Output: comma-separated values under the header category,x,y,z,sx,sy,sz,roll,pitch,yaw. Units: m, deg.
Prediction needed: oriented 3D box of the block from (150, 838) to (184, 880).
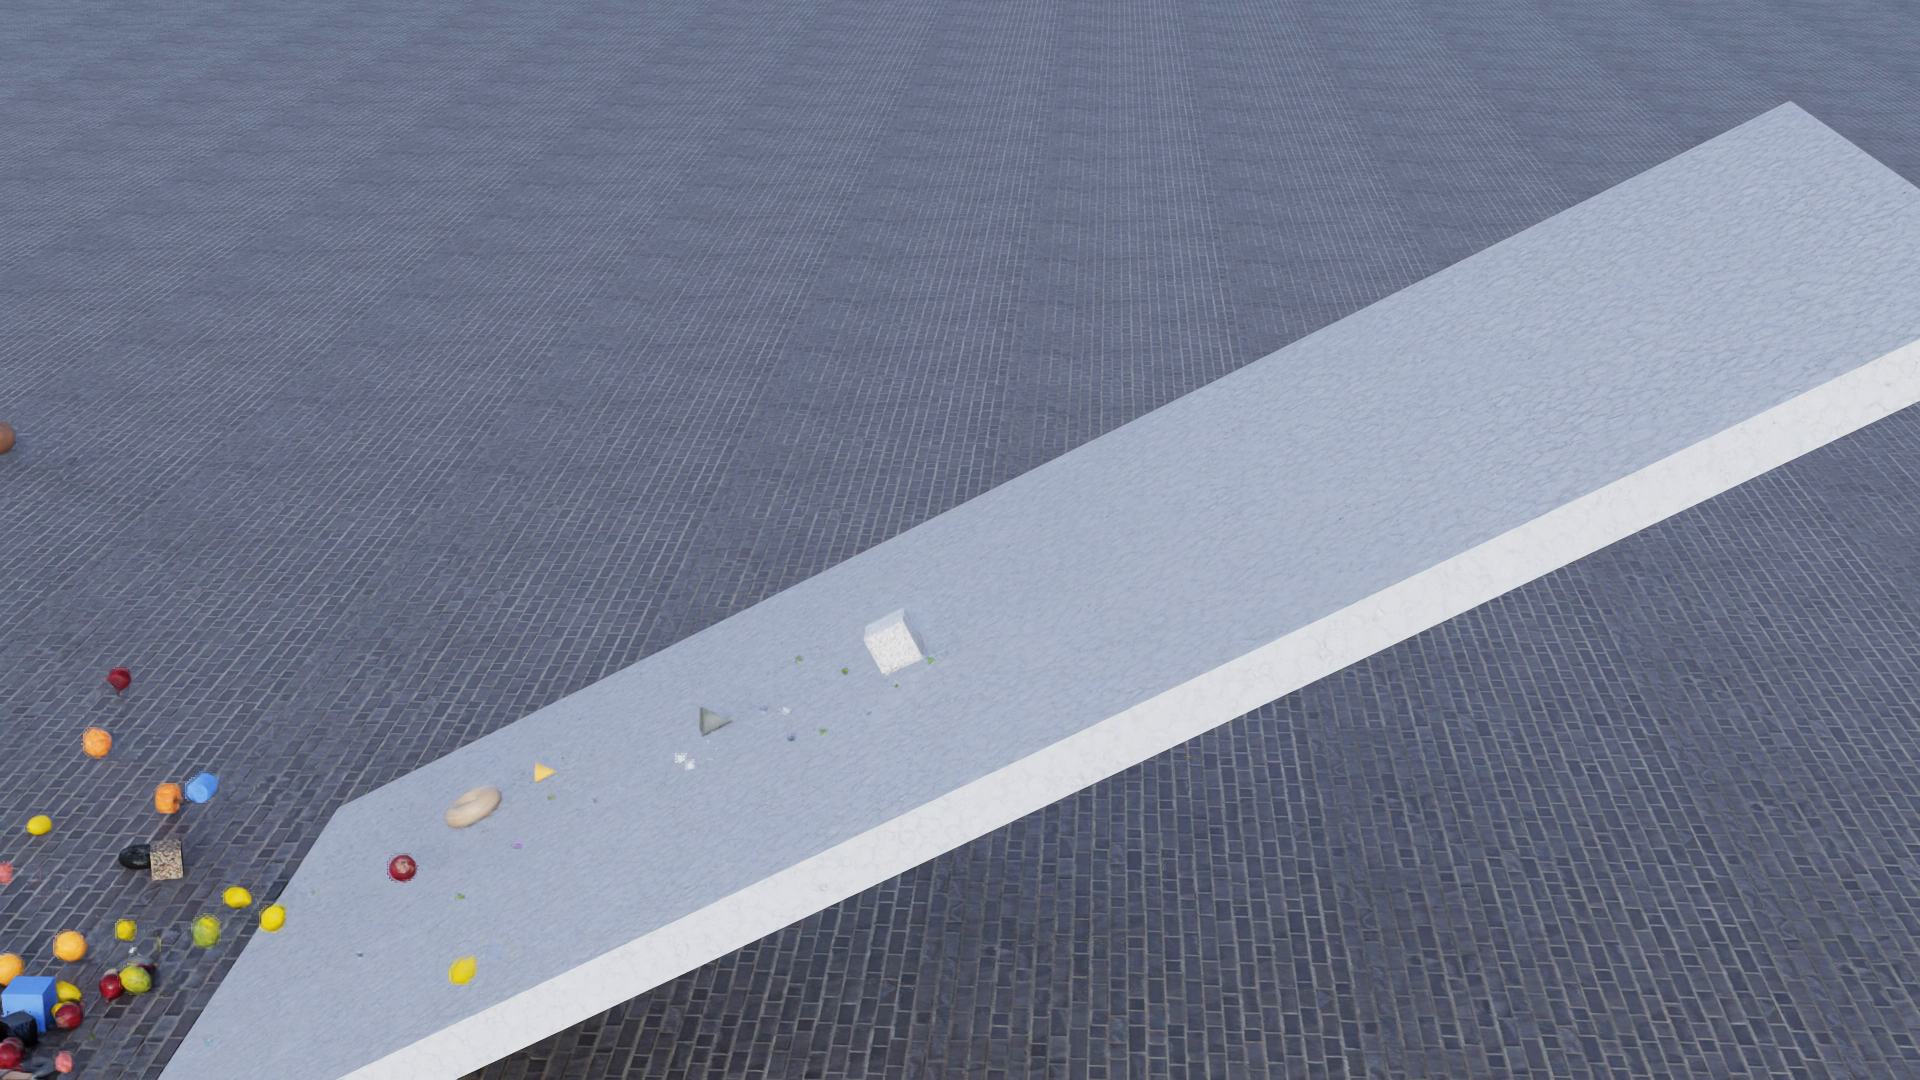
category,x,y,z,sx,sy,sz,roll,pitch,yaw
block,-1.993,0.803,7.389,0.075,0.075,0.075,-4,17,-13

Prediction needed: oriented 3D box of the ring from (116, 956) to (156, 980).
category,x,y,z,sx,sy,sz,roll,pitch,yaw
ring,-1.914,0.996,6.835,0.091,0.030,0.091,-1,18,0

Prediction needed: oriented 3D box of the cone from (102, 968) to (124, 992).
category,x,y,z,sx,sy,sz,roll,pitch,yaw
cone,-1.960,1.018,6.775,0.053,0.053,0.053,-16,-3,-42

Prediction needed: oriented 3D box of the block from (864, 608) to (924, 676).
category,x,y,z,sx,sy,sz,roll,pitch,yaw
block,-0.139,0.216,6.243,0.093,0.093,0.093,-26,14,9

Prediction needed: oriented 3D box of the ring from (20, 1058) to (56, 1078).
category,x,y,z,sx,sy,sz,roll,pitch,yaw
ring,-1.995,1.143,6.365,0.075,0.025,0.075,1,16,0

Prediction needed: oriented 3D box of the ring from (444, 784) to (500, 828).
category,x,y,z,sx,sy,sz,roll,pitch,yaw
ring,-1.131,0.618,6.822,0.144,0.048,0.144,-26,15,8

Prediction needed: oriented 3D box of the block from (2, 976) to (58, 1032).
category,x,y,z,sx,sy,sz,roll,pitch,yaw
block,-2.083,1.039,6.589,0.091,0.091,0.091,0,17,1

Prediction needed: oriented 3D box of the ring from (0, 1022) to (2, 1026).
category,x,y,z,sx,sy,sz,roll,pitch,yaw
ring,-2.184,1.084,6.542,0.100,0.033,0.100,0,20,0

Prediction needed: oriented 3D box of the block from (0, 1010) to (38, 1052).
category,x,y,z,sx,sy,sz,roll,pitch,yaw
block,-2.080,1.084,6.496,0.060,0.060,0.060,16,23,42

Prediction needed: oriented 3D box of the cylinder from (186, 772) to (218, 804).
category,x,y,z,sx,sy,sz,roll,pitch,yaw
cylinder,-2.025,0.664,7.861,0.062,0.062,0.062,5,25,15

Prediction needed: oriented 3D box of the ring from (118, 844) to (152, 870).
category,x,y,z,sx,sy,sz,roll,pitch,yaw
ring,-2.077,0.802,7.457,0.111,0.037,0.111,1,17,0

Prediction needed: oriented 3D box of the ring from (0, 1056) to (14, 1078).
category,x,y,z,sx,sy,sz,roll,pitch,yaw
ring,-2.099,1.144,6.341,0.112,0.037,0.112,-1,16,0

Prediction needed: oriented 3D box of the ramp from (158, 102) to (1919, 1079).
category,x,y,z,sx,sy,sz,roll,pitch,yaw
ramp,0.140,0.167,6.281,4.000,0.100,2.000,-26,14,10

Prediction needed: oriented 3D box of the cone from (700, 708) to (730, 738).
category,x,y,z,sx,sy,sz,roll,pitch,yaw
cone,-0.536,0.400,6.485,0.067,0.067,0.067,-4,17,-14

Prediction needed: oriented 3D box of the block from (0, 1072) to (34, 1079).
category,x,y,z,sx,sy,sz,roll,pitch,yaw
block,-2.002,1.166,6.239,0.054,0.054,0.054,4,17,11
